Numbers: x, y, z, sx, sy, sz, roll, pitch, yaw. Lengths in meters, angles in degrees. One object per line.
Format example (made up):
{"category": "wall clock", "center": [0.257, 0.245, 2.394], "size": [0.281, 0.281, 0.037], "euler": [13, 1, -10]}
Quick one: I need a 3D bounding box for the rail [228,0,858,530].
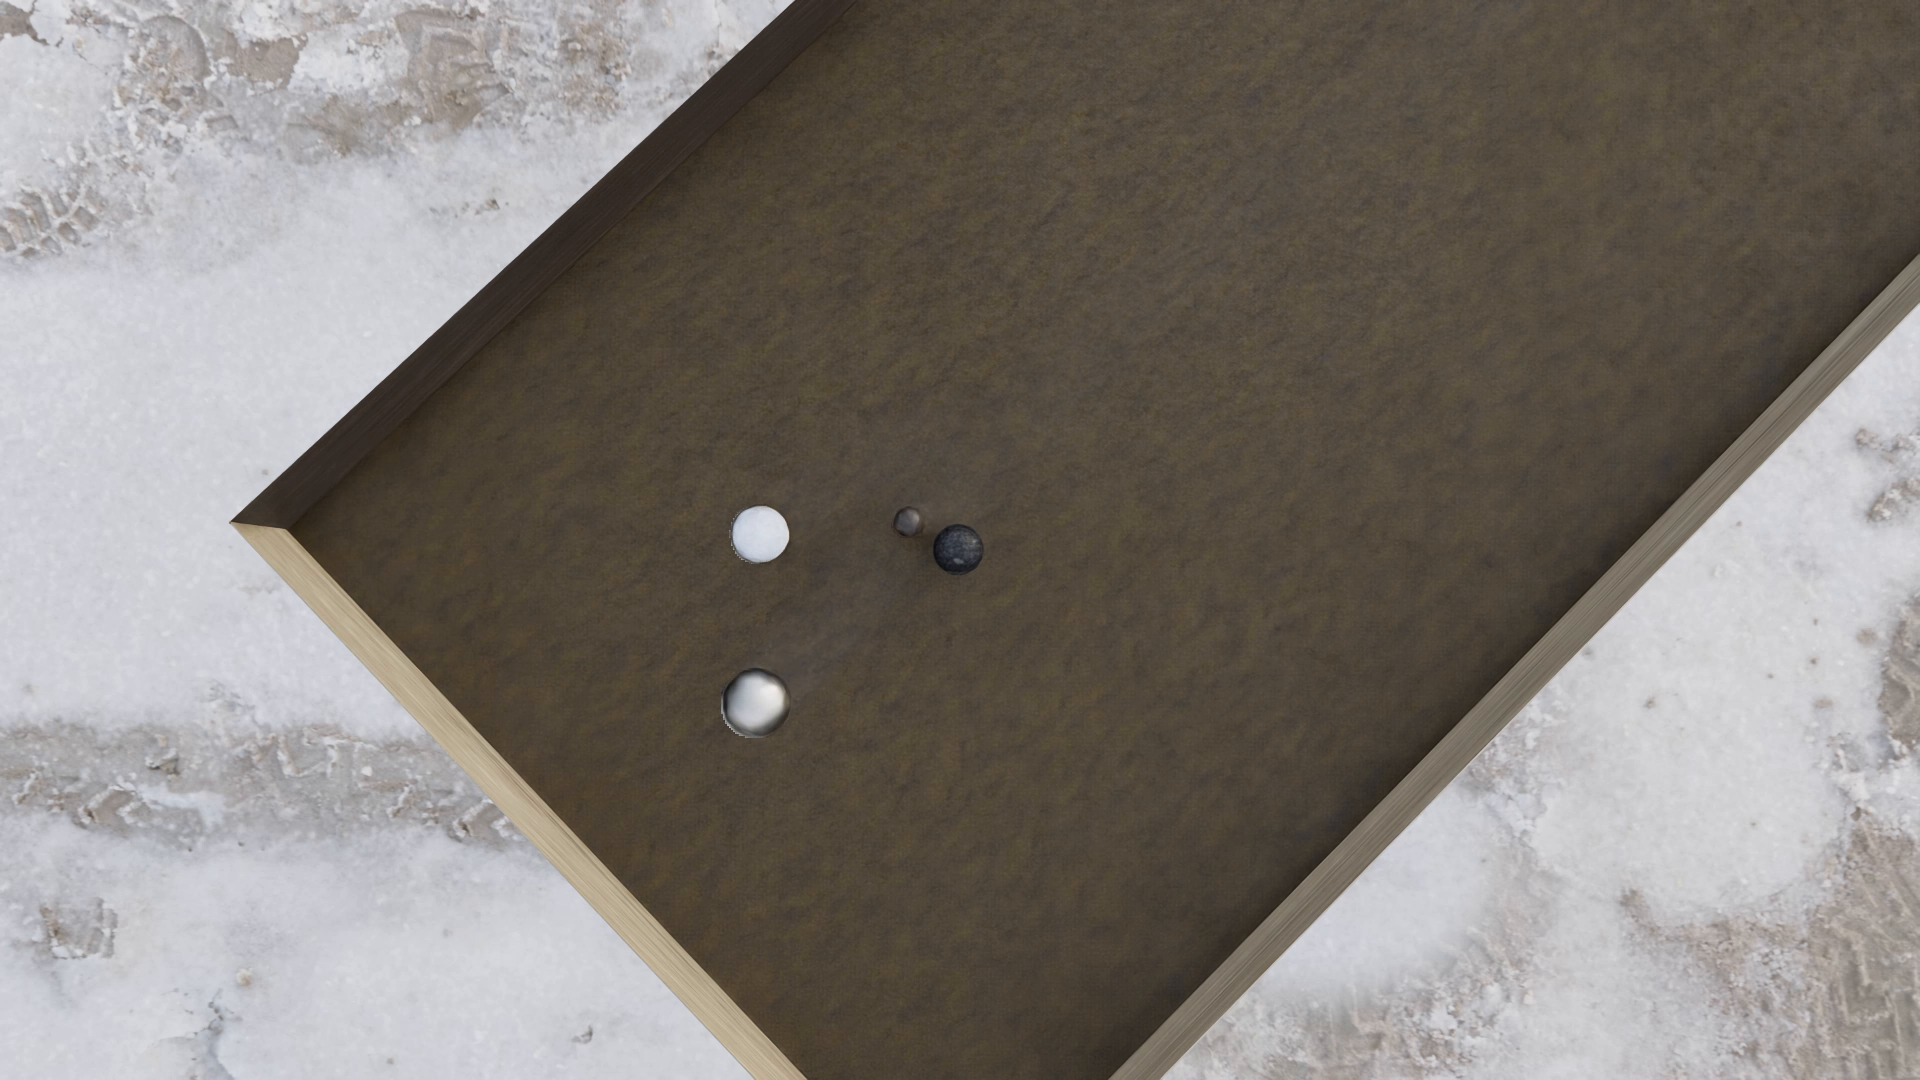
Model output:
{"category": "rail", "center": [0.024, -1.034, 3.404], "size": [2.990, 0.130, 0.045], "euler": [-44, 84, -6]}

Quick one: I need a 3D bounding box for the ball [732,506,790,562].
{"category": "ball", "center": [-0.296, -0.008, 3.267], "size": [0.085, 0.085, 0.085], "euler": [0, 81, 0]}

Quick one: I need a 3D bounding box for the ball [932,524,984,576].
{"category": "ball", "center": [-0.002, 0.014, 3.268], "size": [0.076, 0.076, 0.076], "euler": [0, 81, 0]}

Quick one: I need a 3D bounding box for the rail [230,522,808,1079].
{"category": "rail", "center": [-0.516, 0.496, 3.164], "size": [0.045, 0.130, 1.500], "euler": [-44, 84, -6]}

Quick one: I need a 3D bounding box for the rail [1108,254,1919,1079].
{"category": "rail", "center": [1.042, -0.011, 3.244], "size": [2.990, 0.130, 0.045], "euler": [-44, 84, -6]}

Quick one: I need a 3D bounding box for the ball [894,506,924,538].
{"category": "ball", "center": [-0.077, -0.027, 3.290], "size": [0.045, 0.045, 0.045], "euler": [0, 81, 0]}

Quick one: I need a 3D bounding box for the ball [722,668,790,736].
{"category": "ball", "center": [-0.298, 0.238, 3.221], "size": [0.100, 0.100, 0.100], "euler": [0, 81, 0]}
